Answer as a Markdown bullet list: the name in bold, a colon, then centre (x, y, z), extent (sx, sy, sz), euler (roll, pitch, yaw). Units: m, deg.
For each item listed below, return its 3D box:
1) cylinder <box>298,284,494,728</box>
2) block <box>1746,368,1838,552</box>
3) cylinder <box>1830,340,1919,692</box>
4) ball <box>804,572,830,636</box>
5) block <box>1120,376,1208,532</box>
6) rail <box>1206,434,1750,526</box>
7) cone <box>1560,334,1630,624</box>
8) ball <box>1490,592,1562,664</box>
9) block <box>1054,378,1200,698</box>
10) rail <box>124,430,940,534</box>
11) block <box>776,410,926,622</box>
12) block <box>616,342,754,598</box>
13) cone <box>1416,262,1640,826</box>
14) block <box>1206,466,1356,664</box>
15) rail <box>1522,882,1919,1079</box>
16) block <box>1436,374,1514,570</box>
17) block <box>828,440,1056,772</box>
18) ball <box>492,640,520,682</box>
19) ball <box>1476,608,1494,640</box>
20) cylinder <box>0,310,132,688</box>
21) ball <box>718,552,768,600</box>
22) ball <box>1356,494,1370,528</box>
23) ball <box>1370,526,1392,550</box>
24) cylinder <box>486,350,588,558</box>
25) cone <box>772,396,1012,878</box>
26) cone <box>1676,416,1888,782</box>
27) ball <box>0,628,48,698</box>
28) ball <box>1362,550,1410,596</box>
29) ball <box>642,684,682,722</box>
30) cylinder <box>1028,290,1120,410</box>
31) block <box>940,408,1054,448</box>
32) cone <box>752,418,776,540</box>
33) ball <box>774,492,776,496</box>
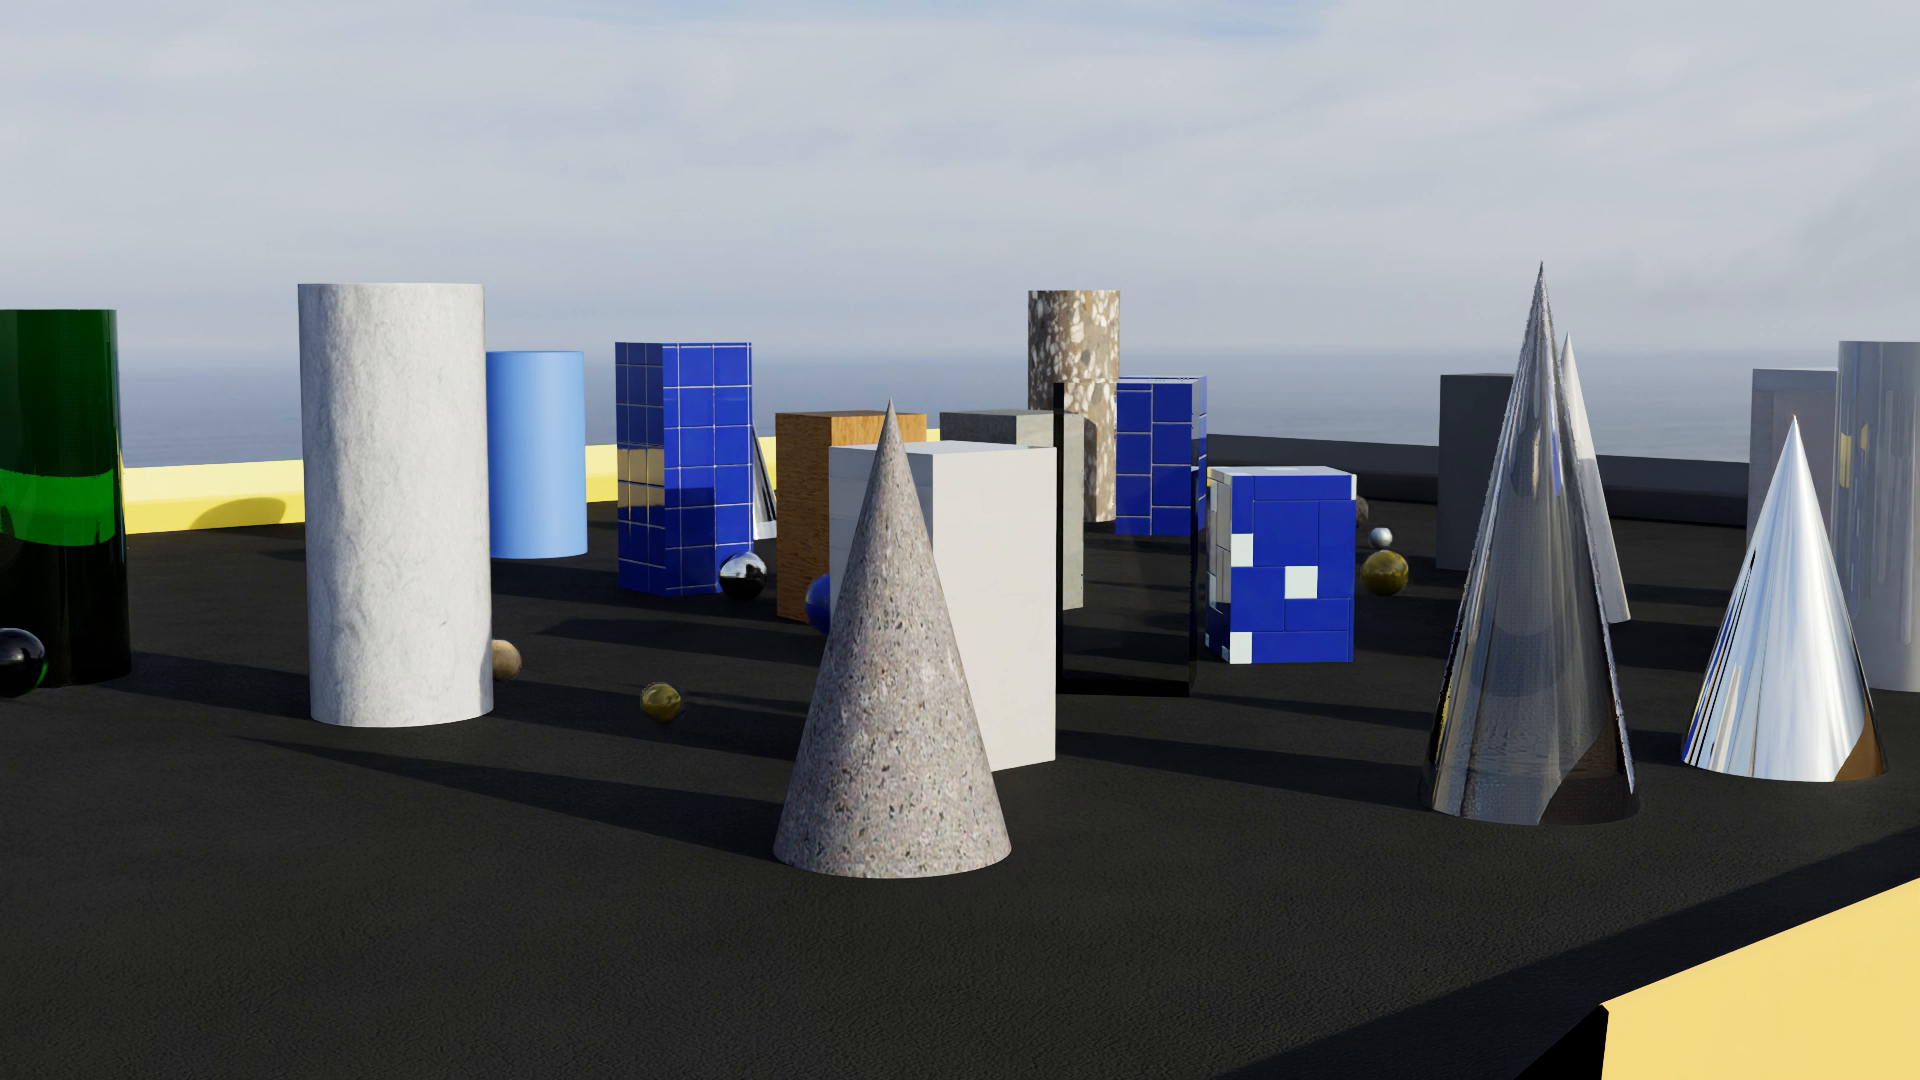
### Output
- **cylinder**: centre (-0.623, -0.045, 2.433), extent (0.198, 0.473, 0.198), euler (0, 6, 0)
- **block**: centre (1.159, -0.041, 2.902), extent (0.159, 0.368, 0.159), euler (-3, 7, -28)
- **cylinder**: centre (1.155, -0.035, 2.647), extent (0.198, 0.409, 0.198), euler (0, 6, 0)
- **ball**: centre (-0.165, 0.088, 2.992), extent (0.093, 0.093, 0.093), euler (0, 6, 0)
- **block**: centre (0.414, -0.178, 4.486), extent (0.159, 0.312, 0.159), euler (1, 6, 13)
- **rail**: centre (1.486, -0.109, 4.696), extent (0.045, 0.129, 3.837), euler (-5, 8, -42)
- **cone**: centre (0.881, -0.097, 3.207), extent (0.198, 0.417, 0.198), euler (0, 6, 0)
- **ball**: centre (0.717, 0.111, 2.788), extent (0.091, 0.091, 0.091), euler (0, 6, 0)
- **block**: centre (0.199, -0.008, 2.611), extent (0.159, 0.362, 0.159), euler (1, 6, 9)
- **rail**: centre (-1.285, -0.111, 4.717), extent (4.092, 0.129, 0.045), euler (-5, 8, -42)
- **block**: centre (-0.158, -0.035, 3.188), extent (0.159, 0.297, 0.159), euler (-4, 7, -34)
- **block**: centre (-0.441, -0.119, 3.520), extent (0.159, 0.395, 0.159), euler (-4, 7, -36)
- **cone**: centre (0.517, -0.006, 1.980), extent (0.198, 0.490, 0.198), euler (0, 6, 0)
- **block**: centre (0.414, 0.029, 2.858), extent (0.159, 0.238, 0.159), euler (-1, 6, -5)
- **rail**: centre (1.285, 0.178, 1.947), extent (4.092, 0.129, 0.045), euler (-5, 8, -42)
- **block**: centre (0.939, -0.118, 3.804), extent (0.159, 0.335, 0.159), euler (5, 8, 42)
- **block**: centre (-0.018, 0.063, 2.179), extent (0.159, 0.311, 0.159), euler (-5, 8, -41)
- **ball**: centre (-0.555, 0.145, 2.648), extent (0.050, 0.050, 0.050), euler (0, 6, 0)
- **ball**: centre (0.722, 0.114, 2.983), extent (0.043, 0.043, 0.043), euler (0, 6, 0)
- **cylinder**: centre (-1.121, -0.056, 2.670), extent (0.198, 0.446, 0.198), euler (0, 6, 0)
- **ball**: centre (-0.334, 0.056, 3.384), extent (0.076, 0.076, 0.076), euler (0, 6, 0)
- **ball**: centre (0.797, -0.057, 4.483), extent (0.073, 0.073, 0.073), euler (0, 6, 0)
- **ball**: centre (0.789, -0.004, 4.120), extent (0.042, 0.042, 0.042), euler (0, 6, 0)
- **cylinder**: centre (-0.789, -0.161, 4.046), extent (0.198, 0.370, 0.198), euler (0, 6, 0)
- **cone**: centre (-0.056, 0.069, 1.810), extent (0.198, 0.376, 0.198), euler (0, 6, 0)
- **cone**: centre (0.816, 0.048, 2.168), extent (0.198, 0.343, 0.198), euler (0, 6, 0)
- **ball**: centre (-1.096, 0.142, 2.539), extent (0.080, 0.080, 0.080), euler (0, 6, 0)
- **ball**: centre (0.666, 0.052, 3.442), extent (0.072, 0.072, 0.072), euler (0, 6, 0)
- **ball**: centre (-0.324, 0.177, 2.385), extent (0.042, 0.042, 0.042), euler (0, 6, 0)
- **cylinder**: centre (0.246, -0.295, 4.766), extent (0.198, 0.488, 0.198), euler (0, 6, 0)
- **block**: centre (0.081, -0.049, 3.350), extent (0.159, 0.291, 0.159), euler (6, 8, 44)
- **cone**: centre (-0.446, -0.189, 4.370), extent (0.198, 0.359, 0.198), euler (0, 6, 0)
- **ball**: centre (-0.431, -0.092, 4.937), extent (0.047, 0.047, 0.047), euler (0, 6, 0)
